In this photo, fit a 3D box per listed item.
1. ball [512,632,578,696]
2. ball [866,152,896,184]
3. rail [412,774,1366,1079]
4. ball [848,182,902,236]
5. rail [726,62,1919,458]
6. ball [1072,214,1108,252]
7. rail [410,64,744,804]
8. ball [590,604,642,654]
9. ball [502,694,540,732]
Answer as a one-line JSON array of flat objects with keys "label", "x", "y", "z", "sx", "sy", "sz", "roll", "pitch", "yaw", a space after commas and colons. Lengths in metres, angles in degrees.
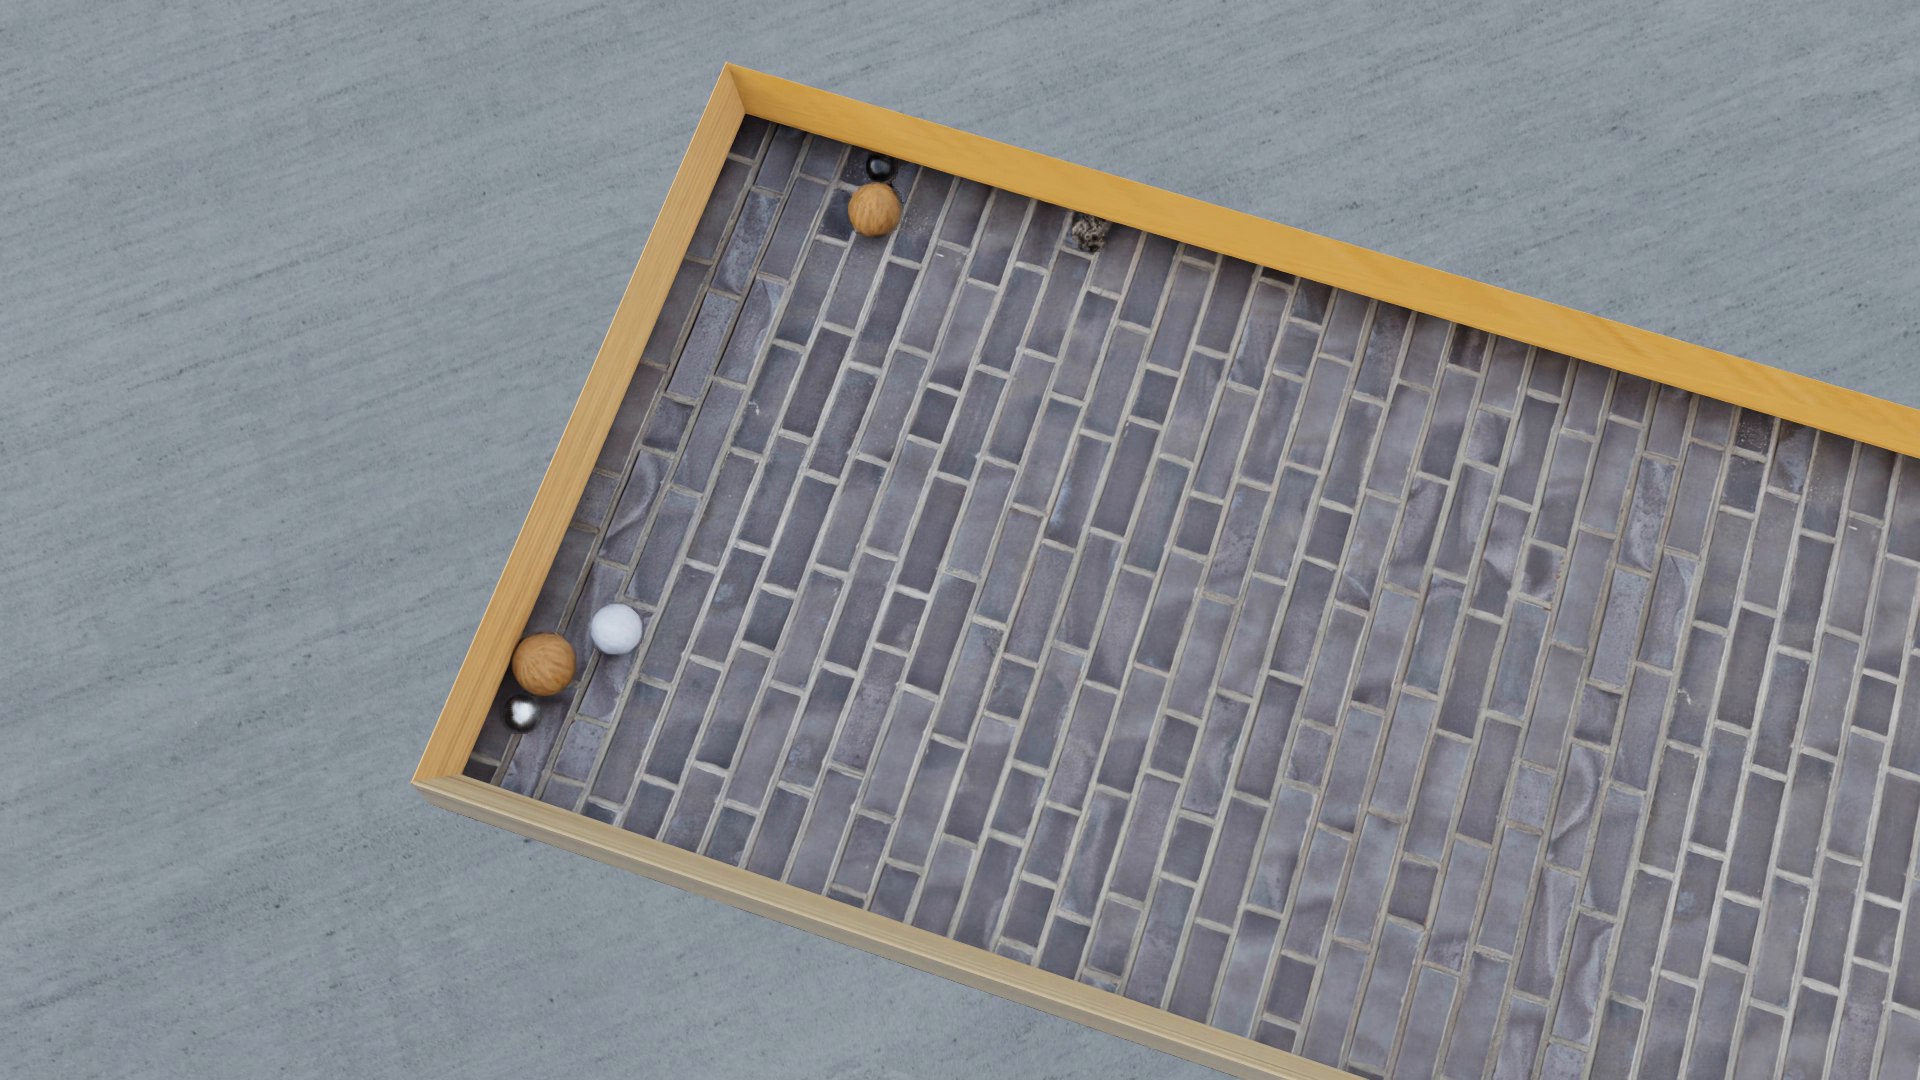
[{"label": "ball", "x": -0.637, "y": 0.189, "z": 3.375, "sx": 0.099, "sy": 0.099, "sz": 0.099, "roll": 0, "pitch": 69, "yaw": 0}, {"label": "ball", "x": -0.133, "y": -0.628, "z": 3.712, "sx": 0.053, "sy": 0.053, "sz": 0.053, "roll": 0, "pitch": 69, "yaw": 0}, {"label": "rail", "x": 0.398, "y": 0.734, "z": 3.150, "sx": 2.527, "sy": 0.128, "sz": 0.045, "roll": 17, "pitch": 70, "yaw": 7}, {"label": "ball", "x": -0.141, "y": -0.550, "z": 3.663, "sx": 0.090, "sy": 0.090, "sz": 0.090, "roll": 0, "pitch": 69, "yaw": 0}, {"label": "rail", "x": 0.799, "y": -0.379, "z": 3.576, "sx": 2.527, "sy": 0.128, "sz": 0.045, "roll": 17, "pitch": 70, "yaw": 7}, {"label": "ball", "x": 0.216, "y": -0.512, "z": 3.664, "sx": 0.060, "sy": 0.060, "sz": 0.060, "roll": 0, "pitch": 69, "yaw": 0}, {"label": "rail", "x": -0.576, "y": -0.191, "z": 3.504, "sx": 0.045, "sy": 0.128, "sz": 1.304, "roll": 17, "pitch": 70, "yaw": 7}, {"label": "ball", "x": -0.531, "y": 0.138, "z": 3.405, "sx": 0.080, "sy": 0.080, "sz": 0.080, "roll": 0, "pitch": 69, "yaw": 0}, {"label": "ball", "x": -0.672, "y": 0.266, "z": 3.368, "sx": 0.058, "sy": 0.058, "sz": 0.058, "roll": 0, "pitch": 69, "yaw": 0}]
